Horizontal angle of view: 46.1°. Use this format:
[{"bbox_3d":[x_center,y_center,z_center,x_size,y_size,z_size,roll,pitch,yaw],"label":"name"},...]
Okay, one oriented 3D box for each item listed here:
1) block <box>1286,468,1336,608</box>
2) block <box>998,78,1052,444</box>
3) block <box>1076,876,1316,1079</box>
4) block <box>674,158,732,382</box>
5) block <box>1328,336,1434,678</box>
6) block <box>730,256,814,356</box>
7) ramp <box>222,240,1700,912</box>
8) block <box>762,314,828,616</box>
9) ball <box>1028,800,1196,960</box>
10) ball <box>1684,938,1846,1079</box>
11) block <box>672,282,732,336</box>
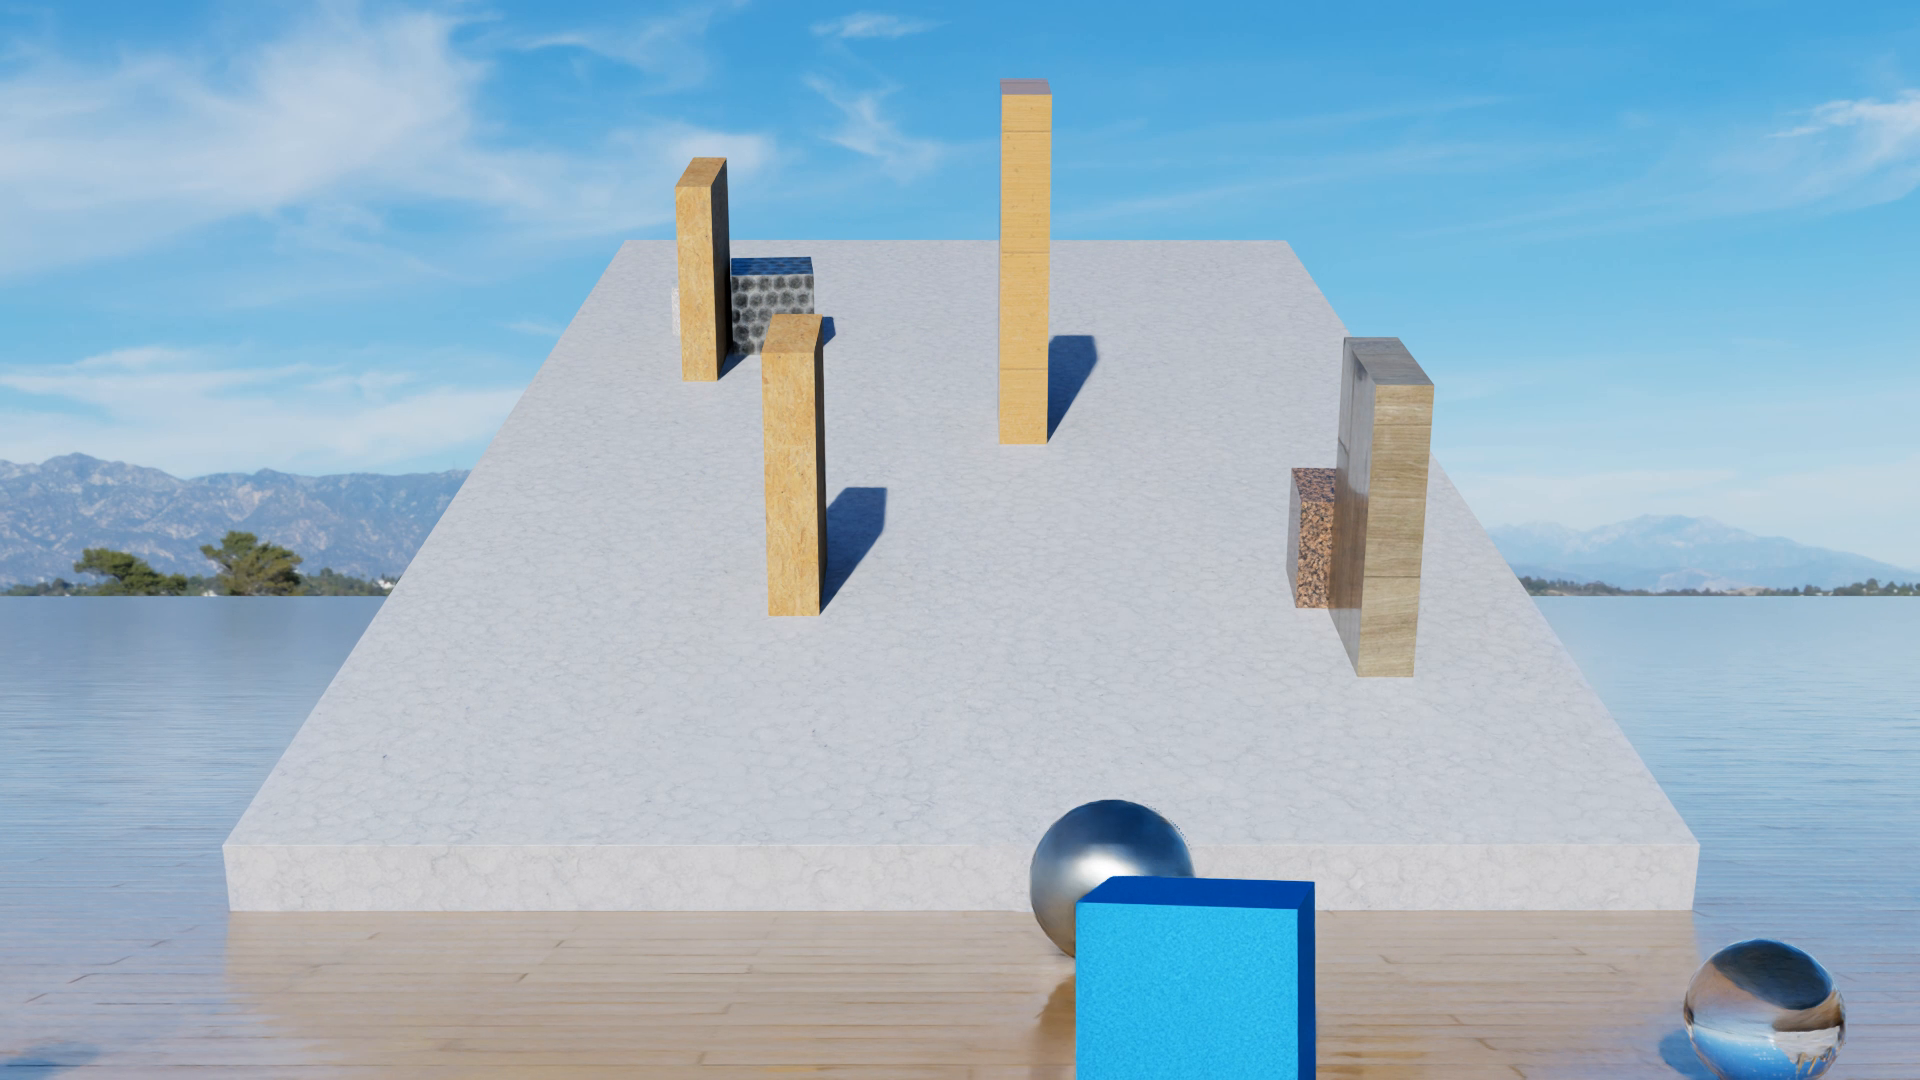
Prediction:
[{"bbox_3d":[0.682,-0.004,3.955,0.194,0.194,0.194,1,19,3],"label":"block"},{"bbox_3d":[0.135,-0.593,4.810,0.101,0.740,0.242,0,19,0],"label":"block"},{"bbox_3d":[0.205,0.391,1.927,0.181,0.181,0.181,0,-1,13],"label":"block"},{"bbox_3d":[-0.611,-0.654,5.406,0.081,0.459,0.397,0,19,0],"label":"block"},{"bbox_3d":[0.680,-0.058,3.671,0.090,0.484,0.300,0,19,0],"label":"block"},{"bbox_3d":[-0.464,-0.581,5.589,0.200,0.200,0.200,-2,19,-5],"label":"block"},{"bbox_3d":[-0.004,-0.200,4.958,2.000,0.100,4.000,0,19,0],"label":"ramp"},{"bbox_3d":[-0.284,-0.133,3.911,0.087,0.464,0.269,0,19,0],"label":"block"},{"bbox_3d":[0.177,0.400,2.626,0.195,0.195,0.195,0,-1,0],"label":"ball"},{"bbox_3d":[0.702,0.416,1.970,0.134,0.134,0.134,0,-1,0],"label":"ball"},{"bbox_3d":[-0.646,-0.587,5.725,0.122,0.122,0.122,9,21,23],"label":"block"}]
